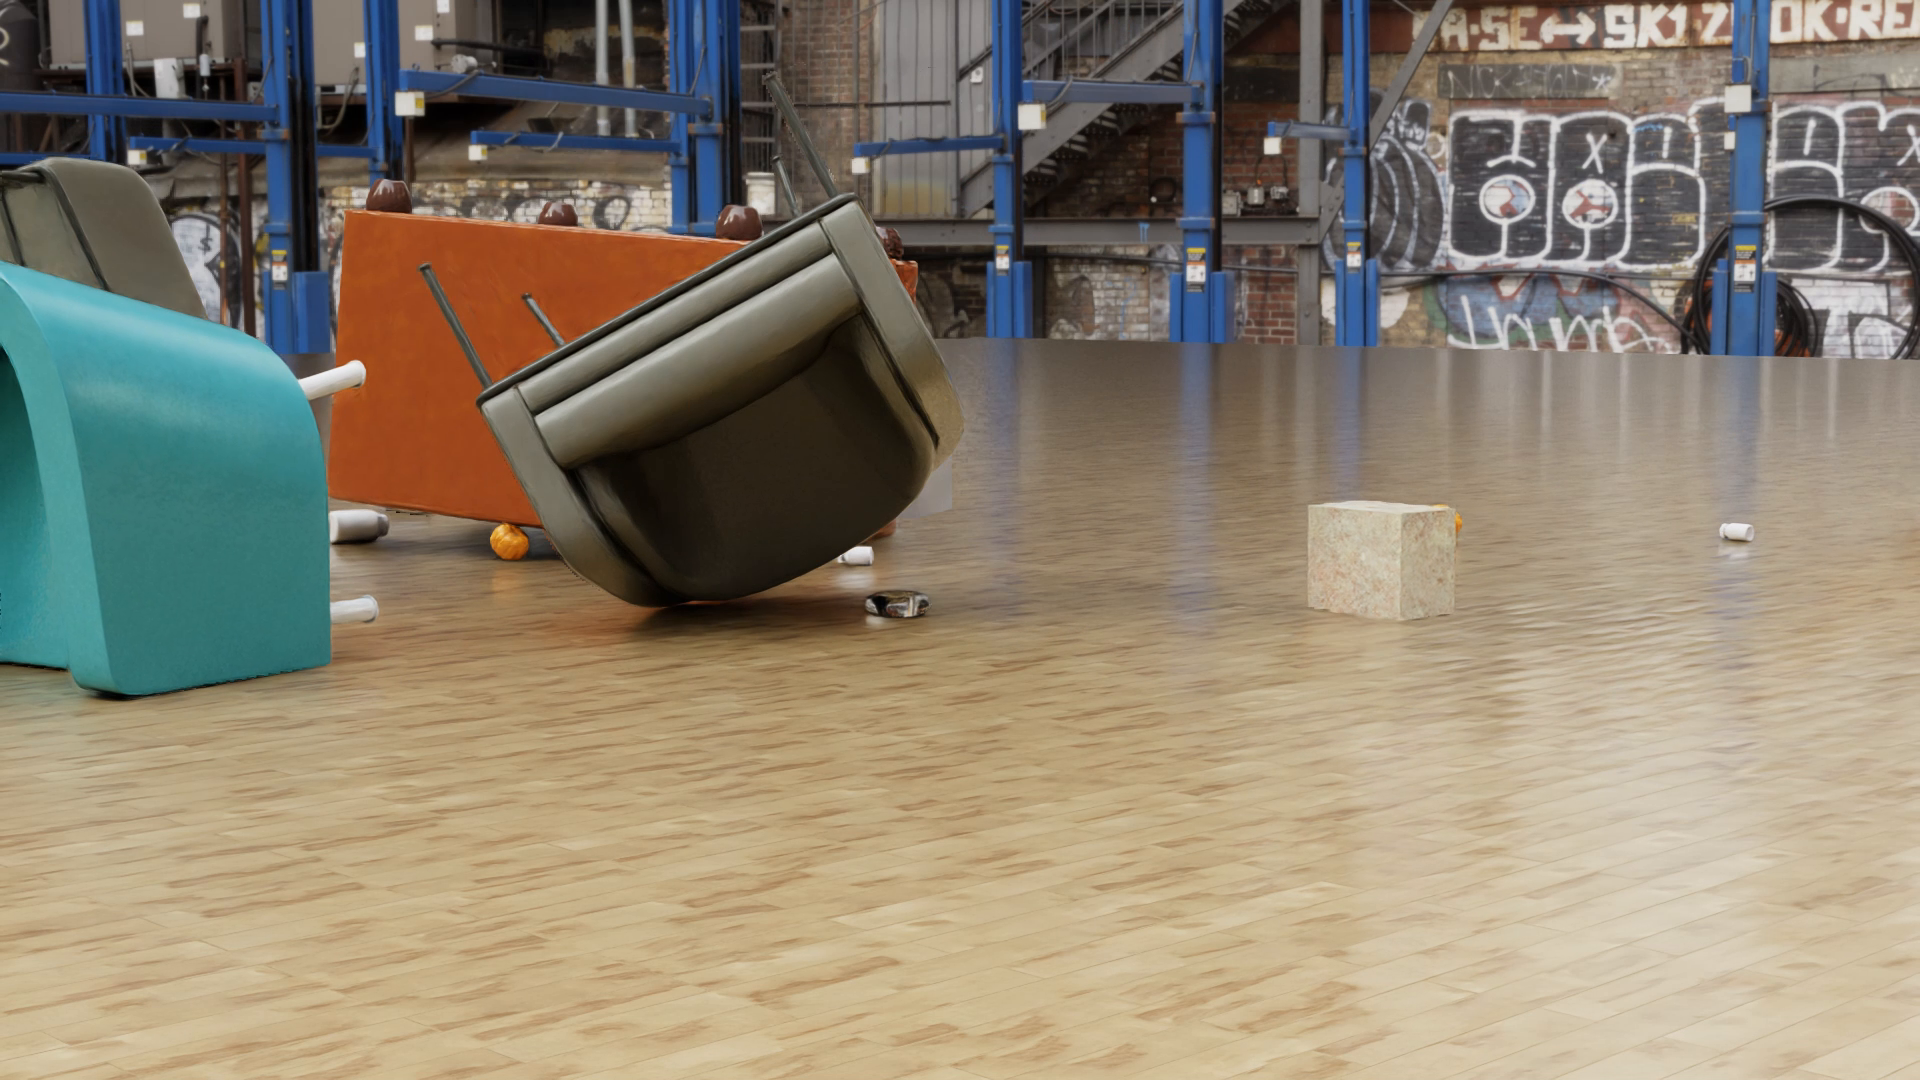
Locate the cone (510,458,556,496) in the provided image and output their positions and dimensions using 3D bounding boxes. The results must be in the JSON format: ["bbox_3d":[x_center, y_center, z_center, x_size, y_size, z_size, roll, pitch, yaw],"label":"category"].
[{"bbox_3d":[-1.260,-0.163,7.718,0.179,0.143,0.090,22,-21,41],"label":"cone"}]

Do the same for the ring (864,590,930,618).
[{"bbox_3d":[-0.122,0.125,5.011,0.128,0.039,0.148,-2,7,-6],"label":"ring"}]

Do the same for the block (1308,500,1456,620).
[{"bbox_3d":[0.827,0.037,5.040,0.159,0.206,0.238,-5,8,-39],"label":"block"}]

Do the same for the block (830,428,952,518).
[{"bbox_3d":[-0.188,-0.189,7.161,0.255,0.223,0.303,2,6,17],"label":"block"}]
